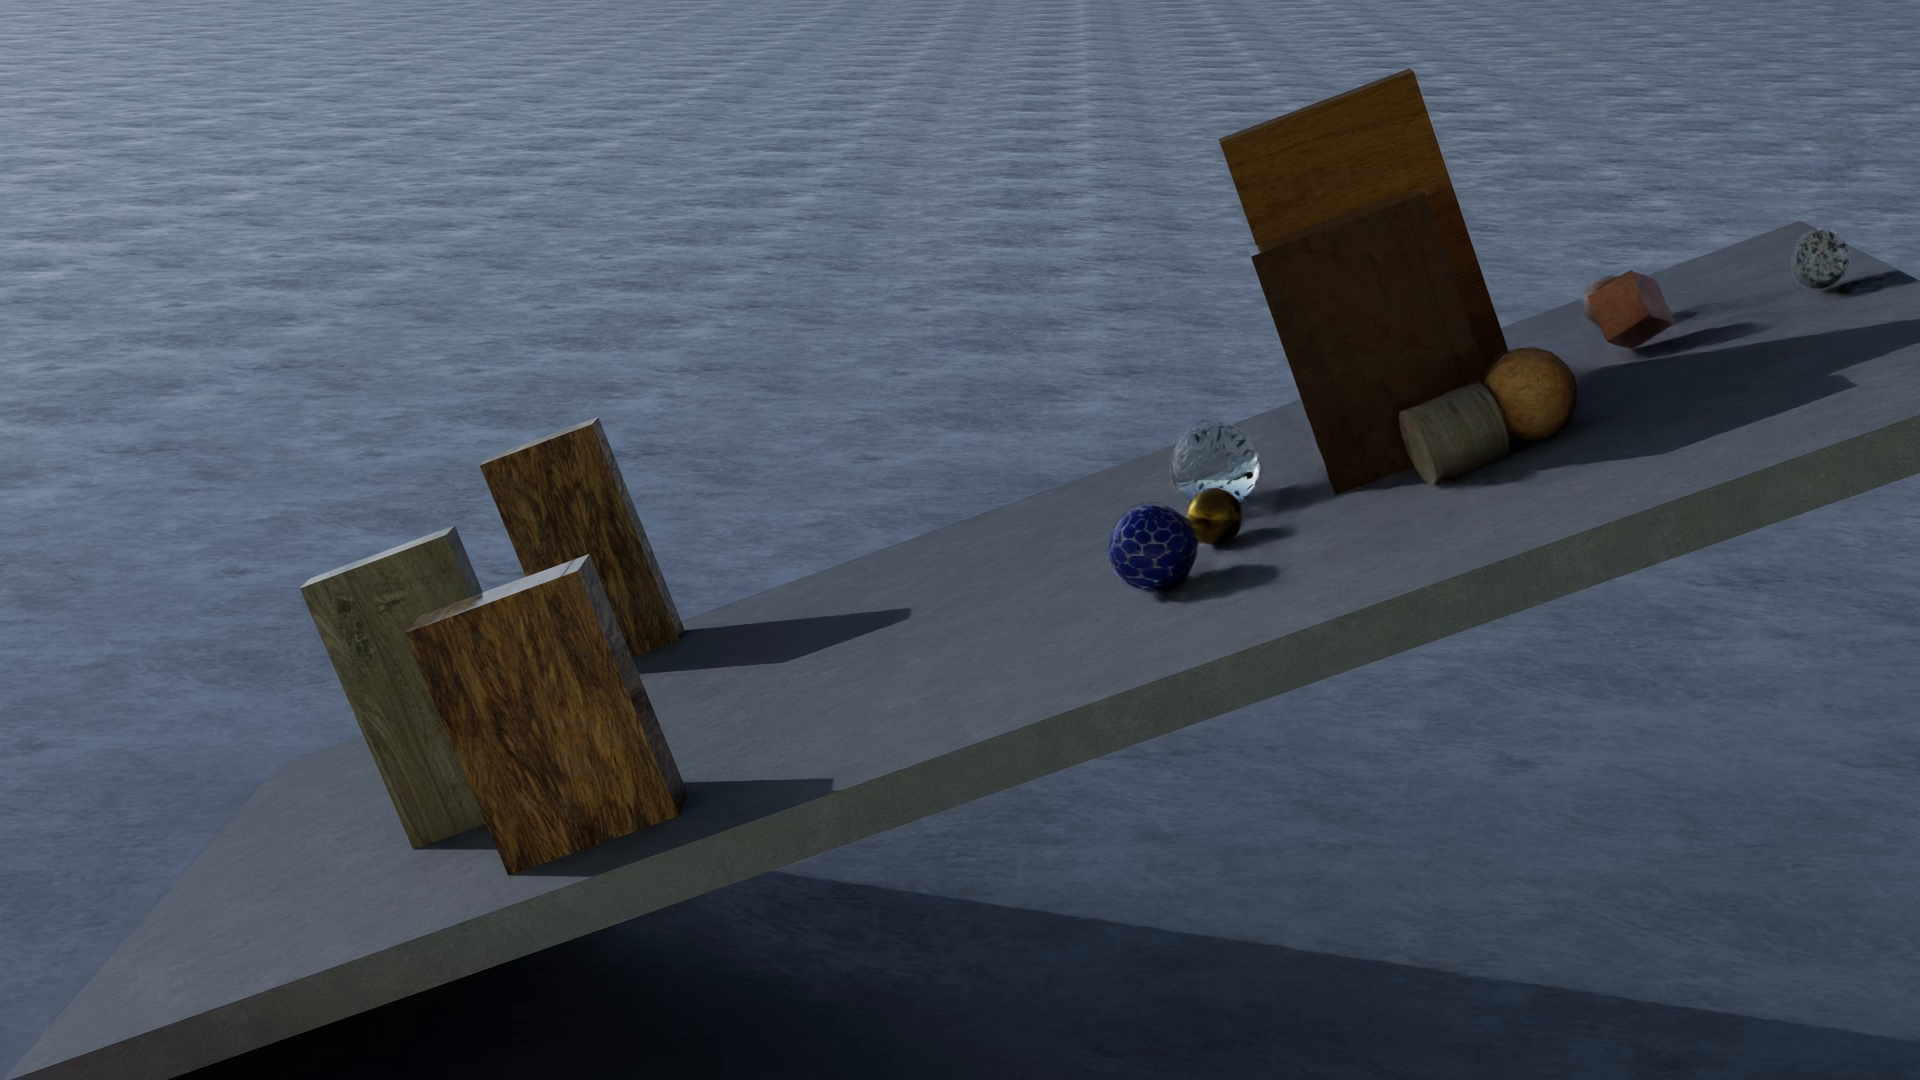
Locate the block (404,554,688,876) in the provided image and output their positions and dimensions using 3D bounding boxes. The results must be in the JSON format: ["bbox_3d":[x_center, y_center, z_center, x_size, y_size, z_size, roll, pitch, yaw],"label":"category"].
[{"bbox_3d":[-0.786,0.335,5.625,0.353,0.510,0.136,-20,12,7],"label":"block"}]

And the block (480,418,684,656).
[{"bbox_3d":[-0.915,0.021,7.151,0.292,0.569,0.096,-20,12,7],"label":"block"}]

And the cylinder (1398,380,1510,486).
[{"bbox_3d":[0.989,-0.214,5.891,0.162,0.162,0.162,-22,17,-7],"label":"cylinder"}]

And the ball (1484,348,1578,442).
[{"bbox_3d":[1.145,-0.293,5.913,0.189,0.189,0.189,0,13,0],"label":"ball"}]

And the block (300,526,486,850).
[{"bbox_3d":[-1.086,0.306,6.072,0.325,0.595,0.086,-20,12,7],"label":"block"}]

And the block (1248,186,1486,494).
[{"bbox_3d":[0.865,-0.413,6.104,0.373,0.530,0.127,-20,12,7],"label":"block"}]

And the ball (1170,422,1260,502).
[{"bbox_3d":[0.550,-0.160,6.340,0.193,0.193,0.193,0,13,0],"label":"ball"}]

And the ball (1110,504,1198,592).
[{"bbox_3d":[0.385,0.016,5.865,0.175,0.175,0.175,0,13,0],"label":"ball"}]

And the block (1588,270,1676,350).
[{"bbox_3d":[1.446,-0.495,6.336,0.113,0.113,0.113,-33,-26,33],"label":"block"}]

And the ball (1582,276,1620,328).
[{"bbox_3d":[1.466,-0.535,6.628,0.123,0.123,0.123,0,13,0],"label":"ball"}]

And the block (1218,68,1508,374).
[{"bbox_3d":[0.895,-0.604,6.427,0.436,0.730,0.088,-20,12,7],"label":"block"}]

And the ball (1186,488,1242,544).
[{"bbox_3d":[0.525,-0.049,6.067,0.116,0.116,0.116,0,13,0],"label":"ball"}]

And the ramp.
[{"bbox_3d":[0.117,0.176,6.296,4.000,0.100,2.000,-20,12,7],"label":"ramp"}]
